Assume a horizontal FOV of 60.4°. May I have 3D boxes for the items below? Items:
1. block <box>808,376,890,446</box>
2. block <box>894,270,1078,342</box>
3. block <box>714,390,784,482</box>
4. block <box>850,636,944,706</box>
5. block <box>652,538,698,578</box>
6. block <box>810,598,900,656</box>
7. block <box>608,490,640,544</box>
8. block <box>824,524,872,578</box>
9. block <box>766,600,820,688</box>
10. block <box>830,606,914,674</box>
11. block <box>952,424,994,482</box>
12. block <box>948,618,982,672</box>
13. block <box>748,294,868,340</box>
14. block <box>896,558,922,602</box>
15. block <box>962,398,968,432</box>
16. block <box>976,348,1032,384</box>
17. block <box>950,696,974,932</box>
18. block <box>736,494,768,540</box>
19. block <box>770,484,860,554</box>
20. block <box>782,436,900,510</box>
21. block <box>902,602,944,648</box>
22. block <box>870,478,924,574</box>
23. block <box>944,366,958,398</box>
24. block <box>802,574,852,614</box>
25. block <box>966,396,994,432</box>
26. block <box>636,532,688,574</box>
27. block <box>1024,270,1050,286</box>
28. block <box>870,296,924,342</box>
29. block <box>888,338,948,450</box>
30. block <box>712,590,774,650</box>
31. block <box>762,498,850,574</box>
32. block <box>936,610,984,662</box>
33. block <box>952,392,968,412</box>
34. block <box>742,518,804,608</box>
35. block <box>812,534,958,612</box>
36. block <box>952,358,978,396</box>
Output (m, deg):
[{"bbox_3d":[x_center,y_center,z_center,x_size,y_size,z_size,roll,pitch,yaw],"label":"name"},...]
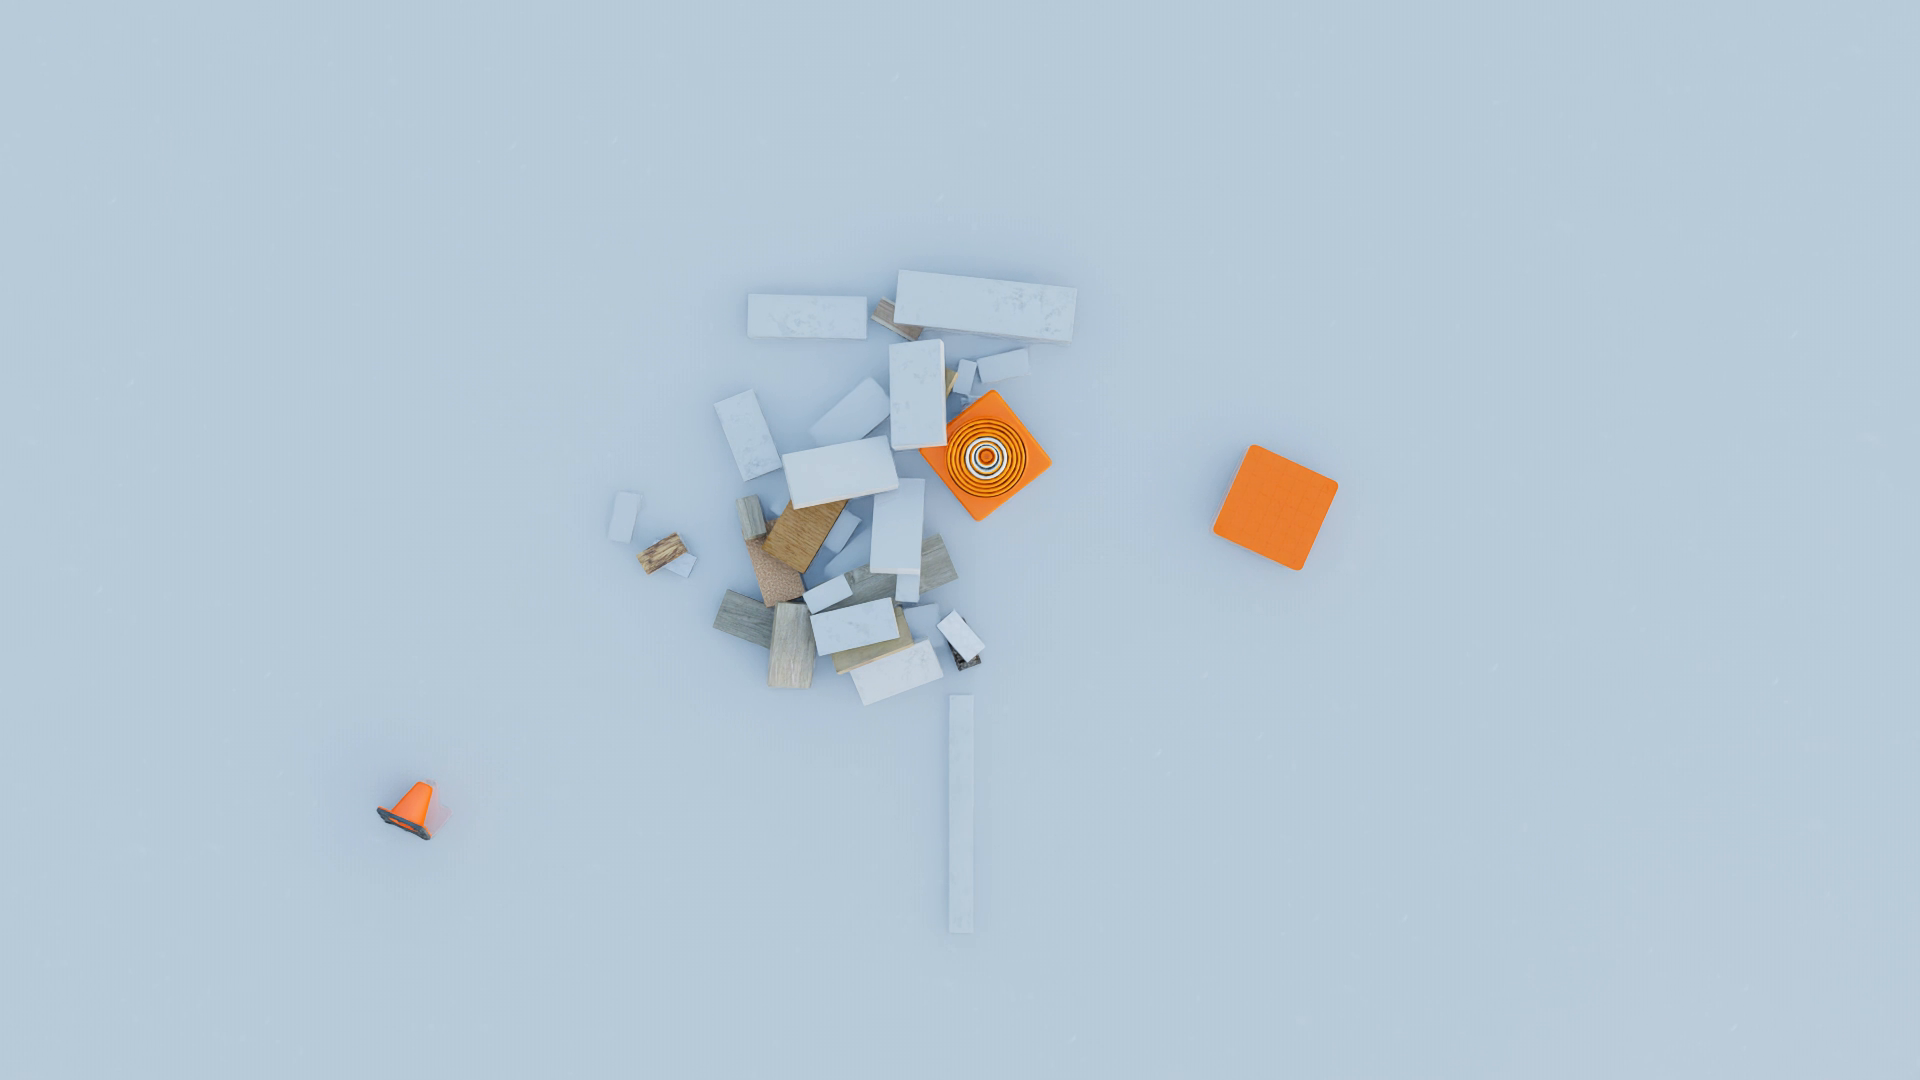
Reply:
[{"bbox_3d":[-0.356,-0.401,5.480,0.276,0.039,0.138,-41,90,0],"label":"block"},{"bbox_3d":[0.084,-0.772,5.451,0.590,0.050,0.175,6,90,0],"label":"block"},{"bbox_3d":[-0.702,-0.347,5.480,0.138,0.039,0.276,-21,90,0],"label":"block"},{"bbox_3d":[-0.212,0.433,5.455,0.281,0.040,0.140,-21,106,3],"label":"block"},{"bbox_3d":[-0.959,0.060,5.489,0.152,0.022,0.076,25,90,0],"label":"block"},{"bbox_3d":[-0.343,0.283,5.384,0.268,0.038,0.134,-13,87,5],"label":"block"},{"bbox_3d":[-1.118,-0.076,5.489,0.076,0.022,0.163,12,90,0],"label":"block"},{"bbox_3d":[-0.308,0.052,5.481,0.271,0.038,0.135,-43,90,0],"label":"block"},{"bbox_3d":[-0.551,0.346,5.441,0.140,0.040,0.281,5,98,-19],"label":"block"},{"bbox_3d":[-0.297,0.330,5.420,0.268,0.038,0.134,-21,72,3],"label":"block"},{"bbox_3d":[0.043,-0.288,5.465,0.085,0.024,0.169,19,103,-6],"label":"block"},{"bbox_3d":[0.006,0.348,5.489,0.080,0.023,0.160,-21,90,0],"label":"block"},{"bbox_3d":[-0.506,-0.741,5.480,0.392,0.039,0.138,1,90,0],"label":"block"},{"bbox_3d":[-0.169,0.126,5.404,0.075,0.021,0.149,4,90,0],"label":"block"},{"bbox_3d":[0.033,-0.415,5.478,0.057,0.016,0.113,-1,105,0],"label":"block"},{"bbox_3d":[0.146,-0.578,5.488,0.168,0.024,0.084,-13,90,0],"label":"block"},{"bbox_3d":[0.004,0.911,5.489,0.080,0.023,0.787,0,90,0],"label":"block"},{"bbox_3d":[-0.690,-0.075,5.455,0.075,0.021,0.149,-15,64,-5],"label":"block"},{"bbox_3d":[-0.479,-0.083,5.481,0.271,0.038,0.135,33,90,0],"label":"block"},{"bbox_3d":[-0.392,-0.223,5.401,0.350,0.050,0.175,-12,75,-13],"label":"block"},{"bbox_3d":[-0.201,0.303,5.480,0.281,0.040,0.140,-11,90,0],"label":"block"},{"bbox_3d":[-0.204,-0.048,5.412,0.162,0.046,0.324,2,66,1],"label":"block"},{"bbox_3d":[-0.080,-0.494,5.472,0.085,0.024,0.169,27,90,24],"label":"block"},{"bbox_3d":[-0.433,0.177,5.404,0.149,0.021,0.075,-26,90,0],"label":"block"},{"bbox_3d":[0.064,-0.391,5.464,0.085,0.024,0.169,3,105,-2],"label":"block"},{"bbox_3d":[-0.988,0.045,5.468,0.152,0.022,0.076,-31,90,0],"label":"block"},{"bbox_3d":[0.192,-0.798,5.488,0.232,0.024,0.084,-33,90,0],"label":"block"},{"bbox_3d":[-0.203,-0.732,5.488,0.168,0.024,0.084,29,90,0],"label":"block"},{"bbox_3d":[-0.138,-0.478,5.420,0.175,0.050,0.350,-5,78,13],"label":"block"},{"bbox_3d":[-0.672,0.275,5.481,0.268,0.038,0.134,21,90,0],"label":"block"},{"bbox_3d":[-0.500,-0.068,5.433,0.162,0.046,0.324,31,86,0],"label":"block"},{"bbox_3d":[0.001,0.318,5.458,0.080,0.023,0.160,-41,94,-12],"label":"block"},{"bbox_3d":[0.004,-0.481,5.492,0.057,0.016,0.113,3,90,0],"label":"block"},{"bbox_3d":[-0.617,0.076,5.461,0.135,0.038,0.271,-18,85,-6],"label":"block"},{"bbox_3d":[-0.244,0.140,5.438,0.454,0.046,0.162,-23,90,0],"label":"block"},{"bbox_3d":[0.016,-0.540,5.476,0.057,0.016,0.113,14,84,1],"label":"block"}]
